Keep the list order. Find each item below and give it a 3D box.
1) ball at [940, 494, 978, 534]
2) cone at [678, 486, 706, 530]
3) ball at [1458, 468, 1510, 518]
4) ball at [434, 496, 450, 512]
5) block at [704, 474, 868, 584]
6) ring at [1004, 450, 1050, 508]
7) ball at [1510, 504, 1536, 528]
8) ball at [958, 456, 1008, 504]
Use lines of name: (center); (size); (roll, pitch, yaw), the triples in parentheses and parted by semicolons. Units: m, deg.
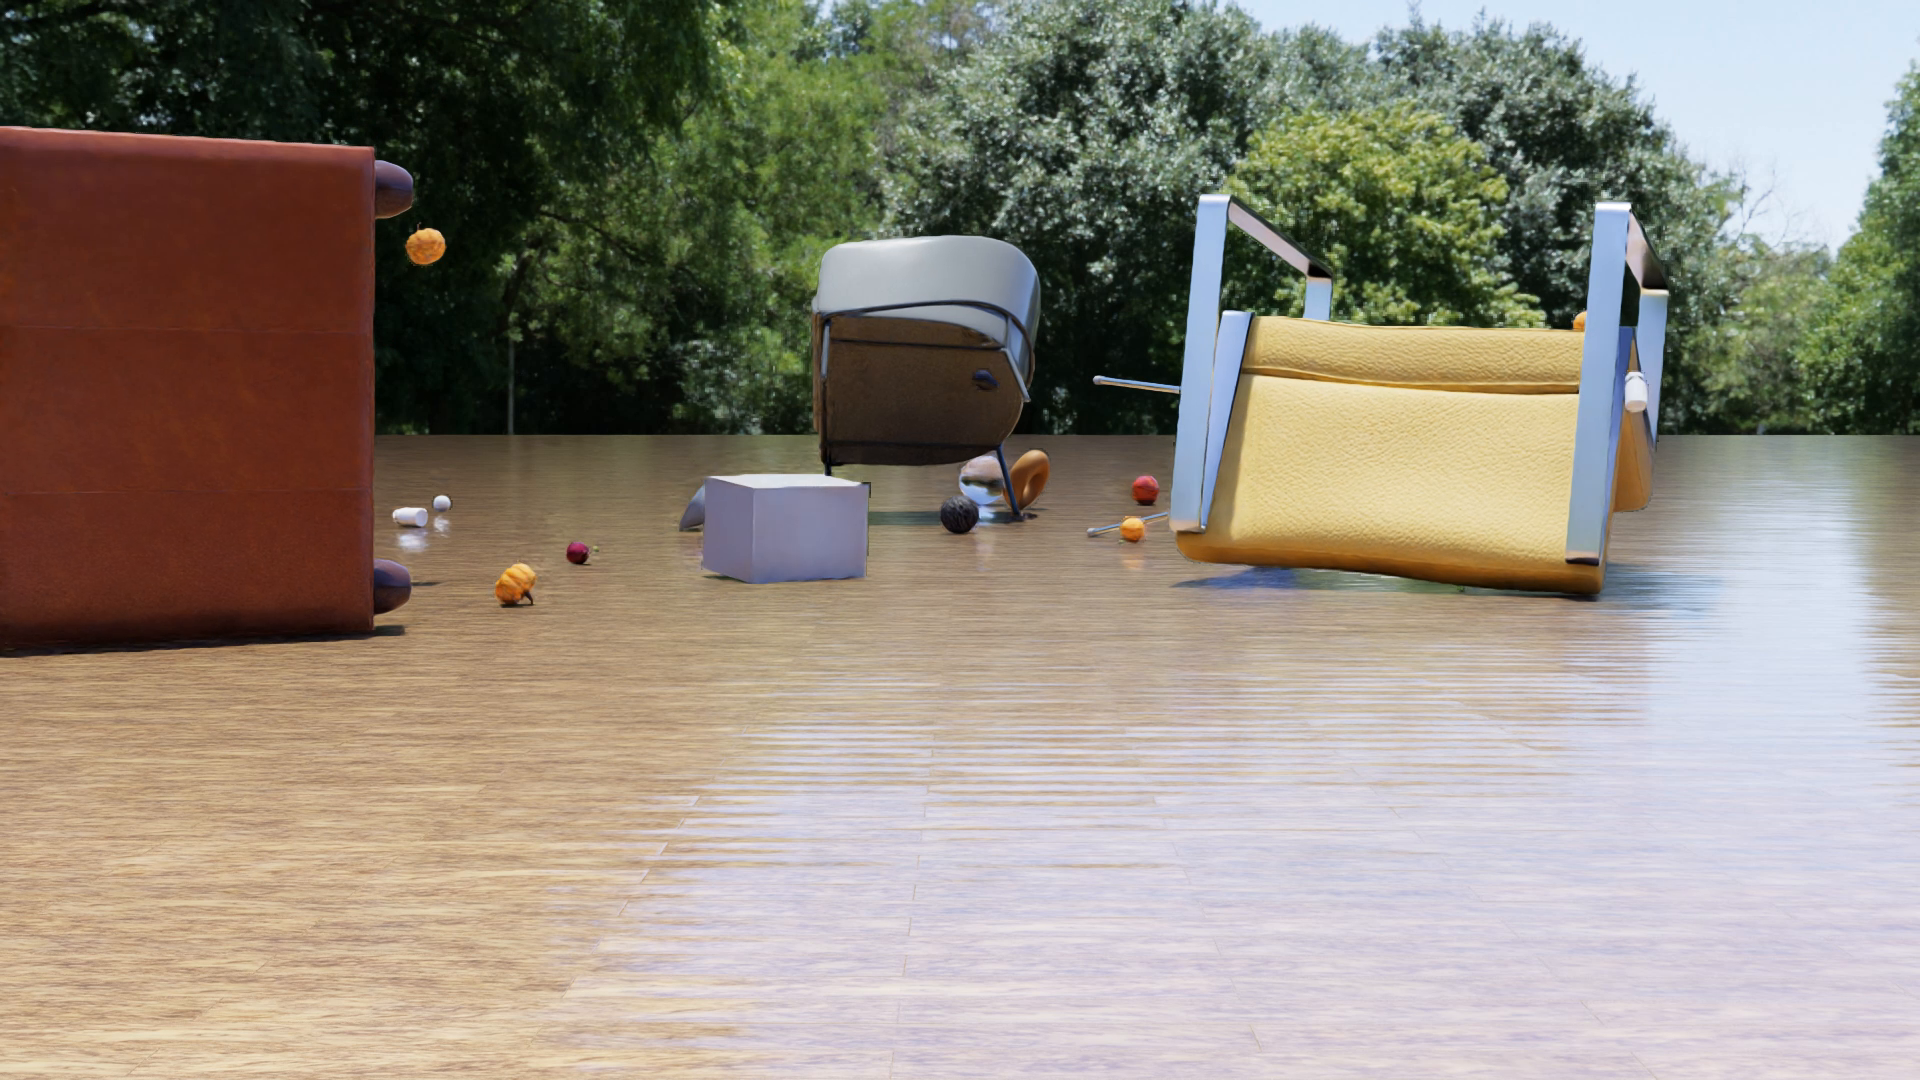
ball: (-0.002, -0.080, 6.827); (0.120, 0.120, 0.120); (0, 4, 0)
cone: (-0.813, -0.082, 6.996); (0.090, 0.143, 0.179); (27, 47, 3)
ball: (1.819, -0.163, 7.634); (0.176, 0.176, 0.176); (0, 4, 0)
ball: (-1.896, -0.133, 8.048); (0.060, 0.060, 0.060); (0, 4, 0)
block: (-0.417, -0.031, 5.242); (0.303, 0.223, 0.255); (-2, 9, -32)
ring: (0.250, -0.226, 8.238); (0.161, 0.249, 0.088); (-2, 36, -48)
ball: (1.810, -0.075, 7.064); (0.080, 0.080, 0.080); (0, 4, 0)
ball: (0.090, -0.233, 8.529); (0.193, 0.193, 0.193); (0, 4, 0)
